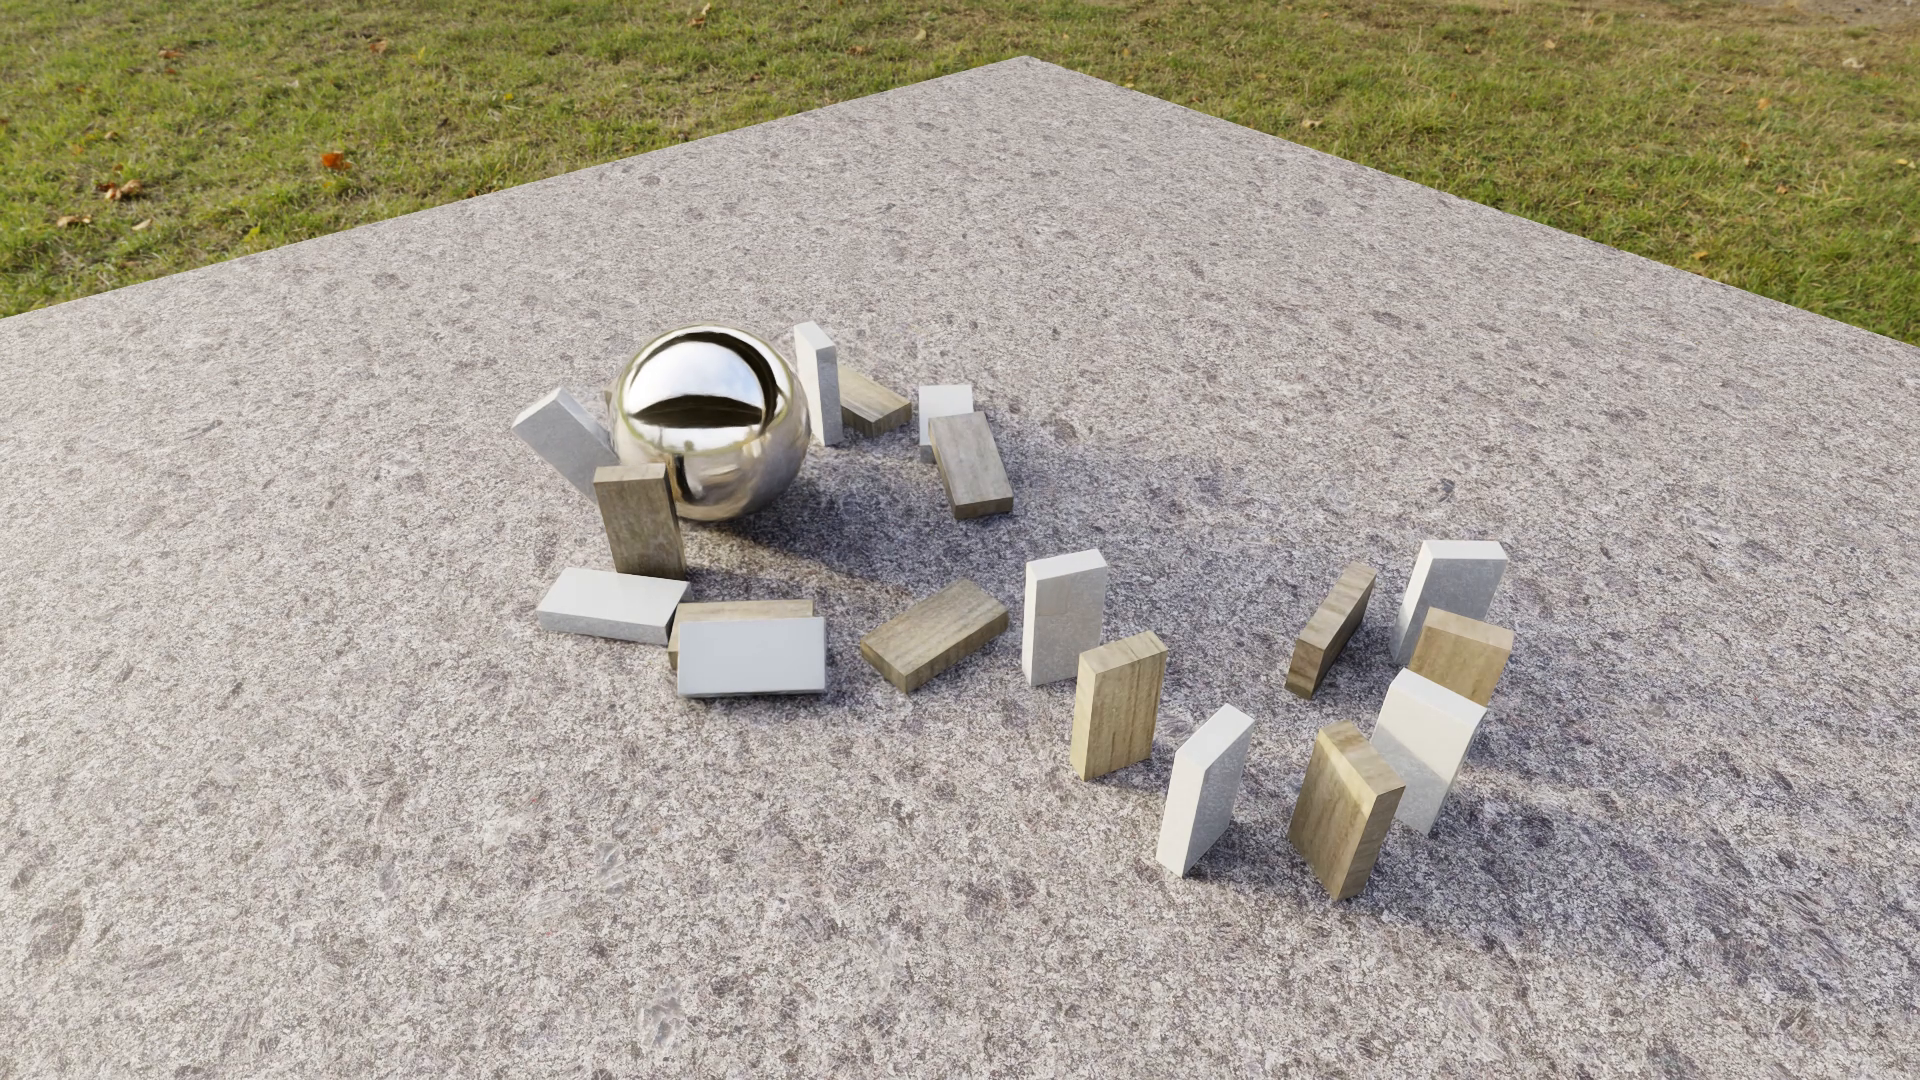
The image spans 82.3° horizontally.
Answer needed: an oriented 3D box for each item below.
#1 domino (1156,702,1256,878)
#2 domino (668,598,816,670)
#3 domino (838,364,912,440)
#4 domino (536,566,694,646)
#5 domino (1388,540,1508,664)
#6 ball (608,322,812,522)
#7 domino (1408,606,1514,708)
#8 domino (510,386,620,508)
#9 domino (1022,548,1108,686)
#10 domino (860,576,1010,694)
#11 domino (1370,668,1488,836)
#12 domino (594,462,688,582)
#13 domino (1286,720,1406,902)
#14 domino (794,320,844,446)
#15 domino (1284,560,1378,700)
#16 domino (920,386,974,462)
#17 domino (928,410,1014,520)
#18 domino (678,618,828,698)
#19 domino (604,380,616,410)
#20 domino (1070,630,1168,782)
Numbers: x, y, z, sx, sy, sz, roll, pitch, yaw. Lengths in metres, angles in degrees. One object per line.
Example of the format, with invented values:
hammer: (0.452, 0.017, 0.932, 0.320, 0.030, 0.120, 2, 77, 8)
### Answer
domino: (0.071, 0.074, 0.321, 0.010, 0.050, 0.025, 31, 49, 32)
domino: (-0.079, 0.034, 0.402, 0.050, 0.010, 0.025, -2, 39, -2)
domino: (-0.049, -0.067, 0.525, 0.050, 0.010, 0.025, 32, 49, 33)
domino: (-0.129, 0.025, 0.413, 0.050, 0.010, 0.025, 7, 40, 8)
domino: (0.169, 0.023, 0.384, 0.025, 0.050, 0.010, 1, 39, 1)
ball: (-0.100, -0.047, 0.446, 0.080, 0.080, 0.080, 0, 39, 0)
domino: (0.157, 0.047, 0.355, 0.025, 0.050, 0.009, 18, 43, 20)
domino: (-0.155, -0.037, 0.452, 0.025, 0.050, 0.010, -28, 35, 20)
domino: (0.035, 0.027, 0.378, 0.025, 0.050, 0.009, -11, 41, -13)
domino: (-0.009, 0.034, 0.402, 0.050, 0.009, 0.025, -30, 48, -31)
domino: (0.138, 0.065, 0.333, 0.025, 0.050, 0.009, 29, 47, 30)
domino: (-0.121, -0.005, 0.418, 0.025, 0.050, 0.009, -4, 40, -5)
domino: (0.110, 0.078, 0.316, 0.010, 0.050, 0.025, -14, 41, -16)
domino: (-0.064, -0.070, 0.497, 0.009, 0.050, 0.025, -19, 43, -22)
domino: (0.133, 0.032, 0.392, 0.010, 0.025, 0.050, 25, 46, 27)
domino: (-0.006, -0.054, 0.510, 0.025, 0.010, 0.050, -1, 39, -2)
domino: (0.004, -0.033, 0.474, 0.025, 0.010, 0.050, -9, 54, -11)
domino: (-0.072, 0.041, 0.383, 0.050, 0.009, 0.025, -2, 74, -2)
domino: (-0.135, -0.056, 0.499, 0.050, 0.025, 0.009, 11, 40, 13)
domino: (0.049, 0.053, 0.347, 0.025, 0.050, 0.010, -16, 42, -18)
